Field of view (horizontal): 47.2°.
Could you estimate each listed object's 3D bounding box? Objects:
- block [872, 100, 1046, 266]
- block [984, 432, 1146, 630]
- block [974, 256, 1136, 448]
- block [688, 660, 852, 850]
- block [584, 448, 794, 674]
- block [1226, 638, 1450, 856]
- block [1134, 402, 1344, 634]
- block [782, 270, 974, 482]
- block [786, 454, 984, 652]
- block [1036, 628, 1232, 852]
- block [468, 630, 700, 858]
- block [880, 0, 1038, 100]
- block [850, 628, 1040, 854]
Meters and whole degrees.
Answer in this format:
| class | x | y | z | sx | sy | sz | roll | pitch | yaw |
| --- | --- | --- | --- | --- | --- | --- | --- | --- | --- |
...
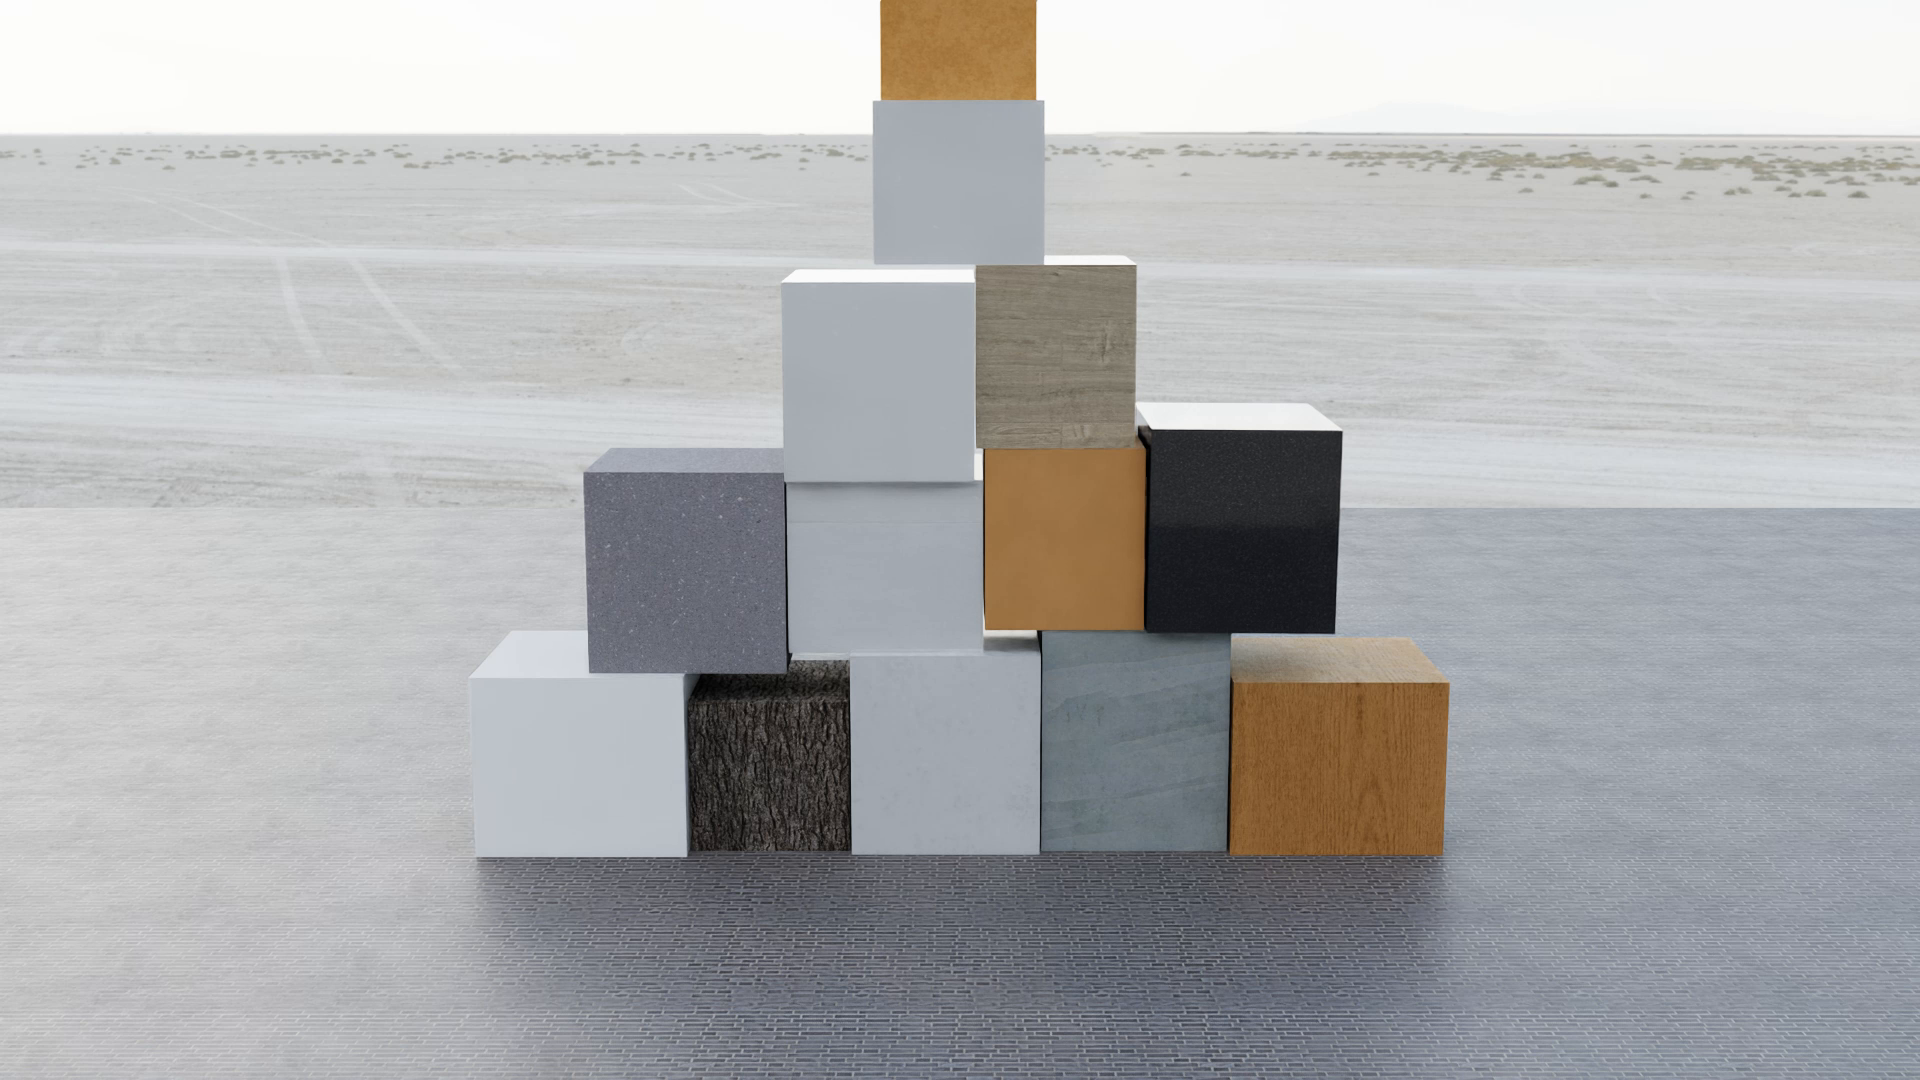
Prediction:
| class | x | y | z | sx | sy | sz | roll | pitch | yaw |
| --- | --- | --- | --- | --- | --- | --- | --- | --- | --- |
| block | -0.006 | -1.773 | 10.872 | 0.817 | 0.773 | 0.838 | 0 | 10 | 0 |
| block | 0.511 | -0.079 | 11.161 | 0.778 | 0.894 | 0.909 | 0 | 10 | 0 |
| block | 0.462 | -0.954 | 11.001 | 0.771 | 0.886 | 0.830 | 0 | 10 | 0 |
| block | -0.947 | 1.099 | 11.379 | 0.797 | 0.767 | 0.898 | 0 | 10 | 0 |
| block | -1.341 | 0.087 | 11.176 | 0.974 | 1.002 | 0.870 | 0 | 10 | 0 |
| block | 1.873 | 1.044 | 11.354 | 1.059 | 0.883 | 0.997 | 0 | 10 | 0 |
| block | 1.374 | -0.134 | 11.170 | 0.918 | 1.001 | 1.082 | 0 | 10 | 0 |
| block | -0.391 | -0.845 | 11.042 | 0.920 | 0.960 | 1.023 | 0 | 10 | 0 |
| block | -0.366 | 0.052 | 11.198 | 0.958 | 0.861 | 0.881 | 0 | 10 | 0 |
| block | 0.870 | 0.916 | 11.360 | 0.928 | 1.134 | 0.928 | 0 | 10 | 0 |
| block | -1.879 | 1.030 | 11.348 | 1.047 | 0.914 | 1.054 | 0 | 10 | 0 |
| block | -0.008 | -2.527 | 10.722 | 0.746 | 0.764 | 0.617 | 0 | 10 | 0 |
| block | -0.072 | 0.978 | 11.347 | 0.935 | 1.015 | 0.996 | 0 | 10 | 0 |
